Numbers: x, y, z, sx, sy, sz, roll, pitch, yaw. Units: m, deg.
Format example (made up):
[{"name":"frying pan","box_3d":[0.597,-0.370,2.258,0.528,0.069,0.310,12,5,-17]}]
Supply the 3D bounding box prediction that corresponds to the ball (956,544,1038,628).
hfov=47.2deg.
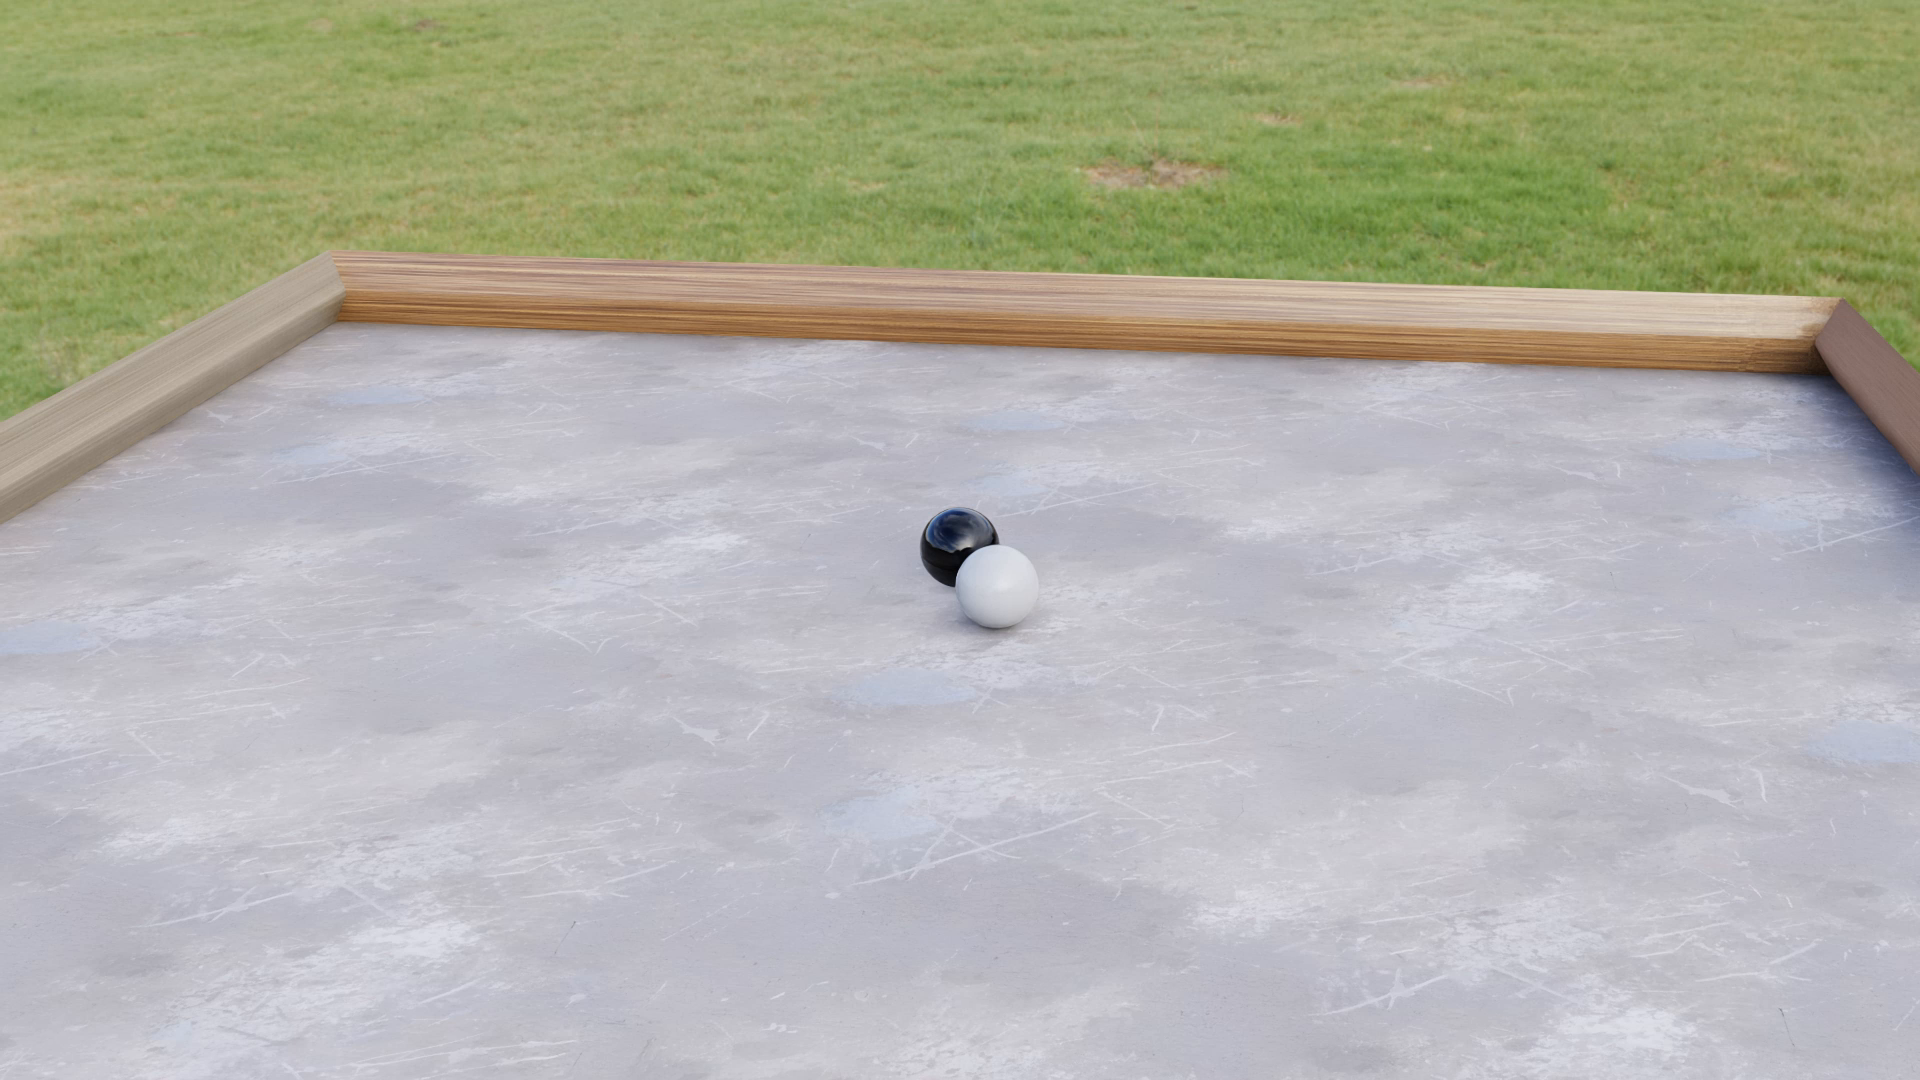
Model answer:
[{"name":"ball","box_3d":[0.042,0.053,2.517,0.096,0.096,0.096,0,20,0]}]

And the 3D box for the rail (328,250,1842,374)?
[{"name":"rail","box_3d":[0.150,-0.378,3.661,2.530,0.126,0.045,3,20,8]}]

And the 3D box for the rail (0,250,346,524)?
[{"name":"rail","box_3d":[-1.382,0.297,1.796,0.045,0.126,4.401,3,20,8]}]

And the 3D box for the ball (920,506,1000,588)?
[{"name":"ball","box_3d":[0.000,0.009,2.638,0.097,0.097,0.097,0,20,0]}]

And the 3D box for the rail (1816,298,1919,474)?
[{"name":"rail","box_3d":[1.076,0.414,1.471,0.045,0.126,4.401,3,20,8]}]
